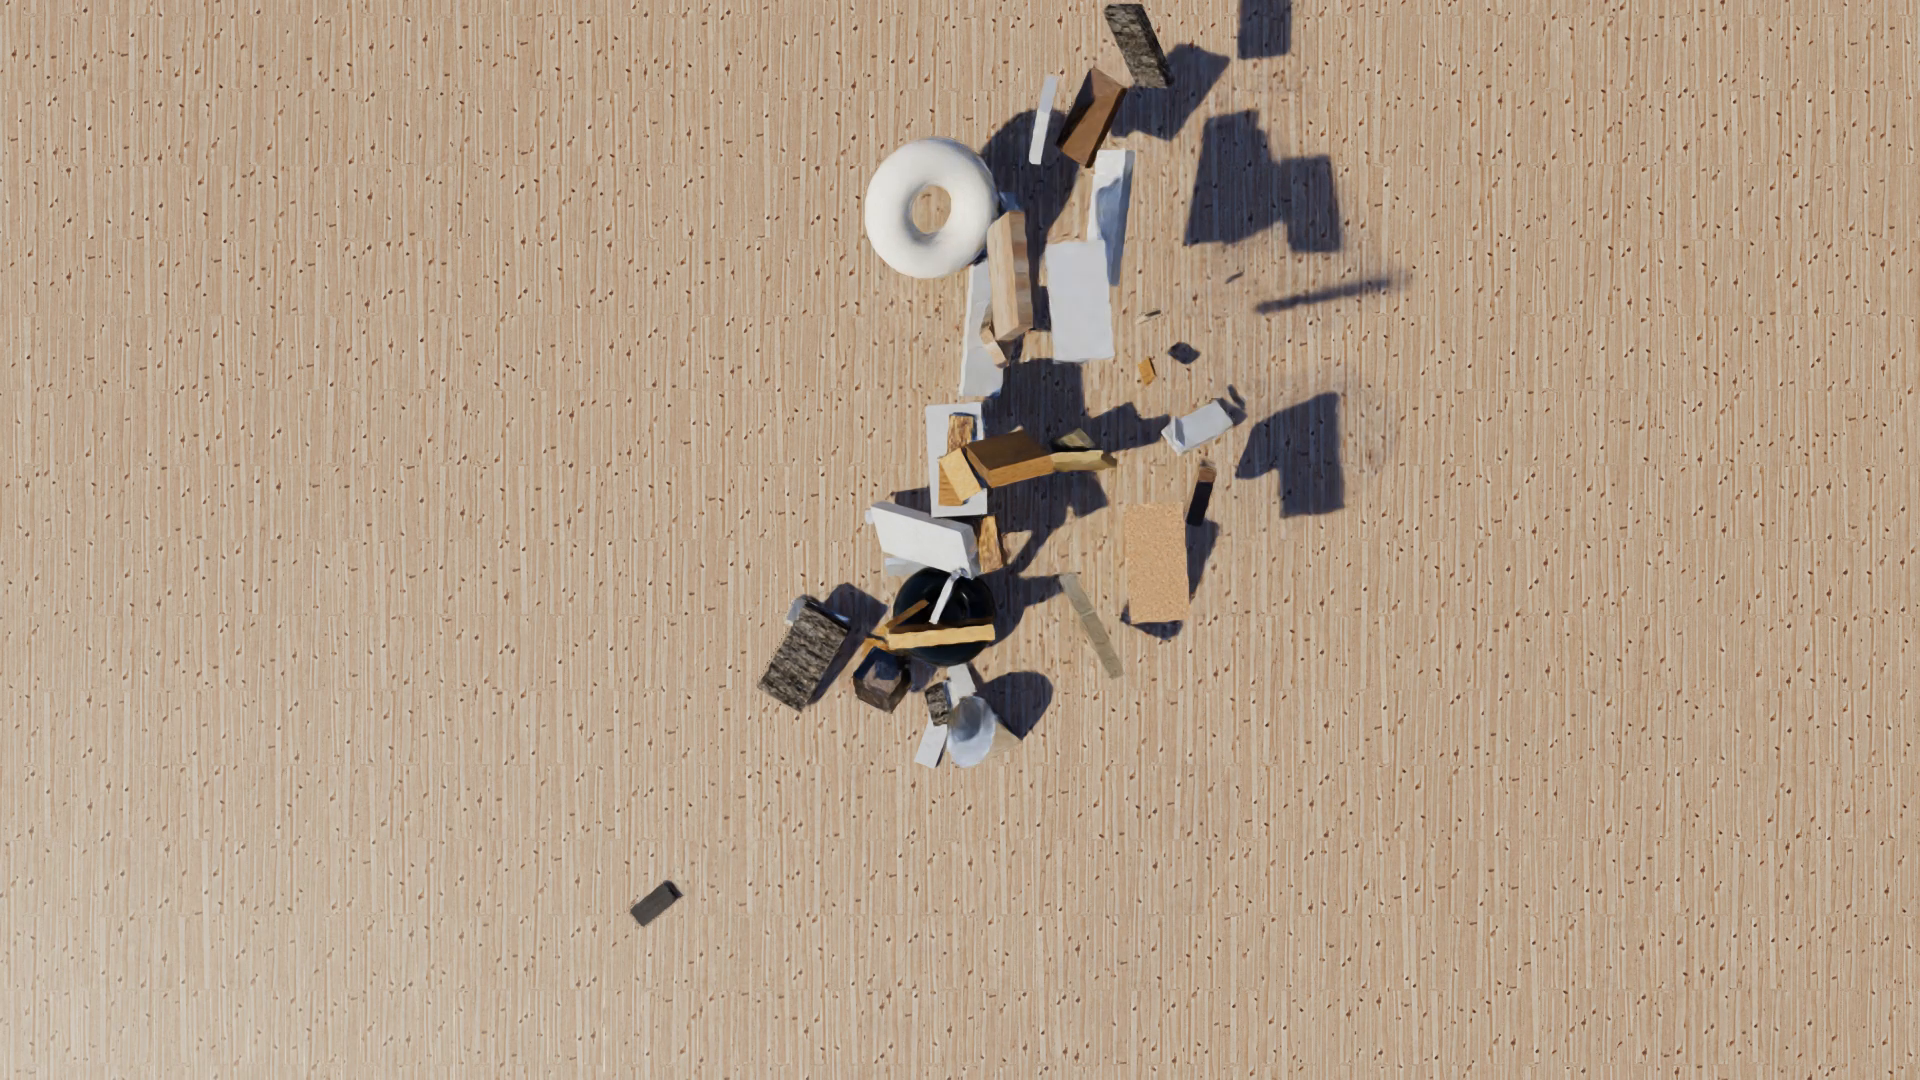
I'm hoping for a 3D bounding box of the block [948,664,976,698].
[{"bbox_3d":[0.002,0.456,5.476,0.063,0.018,0.126,-20,80,-8],"label":"block"}]

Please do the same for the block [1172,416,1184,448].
[{"bbox_3d":[0.691,-0.344,5.228,0.013,0.046,0.092,-26,48,36],"label":"block"}]

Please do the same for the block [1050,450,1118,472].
[{"bbox_3d":[0.389,-0.254,5.306,0.212,0.106,0.030,-2,75,33],"label":"block"}]

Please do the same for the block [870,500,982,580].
[{"bbox_3d":[-0.111,-0.004,5.288,0.047,0.450,0.167,-31,120,-33],"label":"block"}]

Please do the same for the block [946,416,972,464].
[{"bbox_3d":[-0.002,-0.309,5.092,0.074,0.021,0.148,3,90,0],"label":"block"}]

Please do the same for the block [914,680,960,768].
[{"bbox_3d":[-0.070,0.612,5.490,0.073,0.021,0.290,20,90,0],"label":"block"}]

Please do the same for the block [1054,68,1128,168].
[{"bbox_3d":[0.405,-1.308,5.115,0.134,0.038,0.267,40,120,27],"label":"block"}]

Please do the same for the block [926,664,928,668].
[{"bbox_3d":[-0.076,0.363,5.491,0.126,0.018,0.063,-35,90,0],"label":"block"}]

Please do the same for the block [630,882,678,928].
[{"bbox_3d":[-1.020,1.214,5.490,0.146,0.021,0.073,-39,90,0],"label":"block"}]

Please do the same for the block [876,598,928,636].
[{"bbox_3d":[-0.181,0.243,5.173,0.166,0.083,0.023,-33,89,-29],"label":"block"}]

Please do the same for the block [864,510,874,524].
[{"bbox_3d":[-0.269,-0.080,5.494,0.091,0.013,0.045,-6,90,0],"label":"block"}]

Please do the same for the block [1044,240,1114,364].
[{"bbox_3d":[0.327,-0.652,4.519,0.161,0.046,0.322,-4,87,-4],"label":"block"}]

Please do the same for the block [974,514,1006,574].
[{"bbox_3d":[0.094,0.013,5.126,0.083,0.023,0.166,-21,69,37],"label":"block"}]

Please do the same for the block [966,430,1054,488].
[{"bbox_3d":[0.124,-0.211,4.232,0.161,0.322,0.046,-15,107,-6],"label":"block"}]

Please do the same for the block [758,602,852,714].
[{"bbox_3d":[-0.512,0.386,5.418,0.167,0.047,0.335,31,106,-1],"label":"block"}]

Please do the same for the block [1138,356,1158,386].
[{"bbox_3d":[0.607,-0.546,5.337,0.013,0.092,0.046,24,129,-35],"label":"block"}]

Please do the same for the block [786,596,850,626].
[{"bbox_3d":[-0.471,0.269,5.461,0.192,0.027,0.096,22,55,0],"label":"block"}]

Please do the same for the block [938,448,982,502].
[{"bbox_3d":[0.001,-0.200,5.055,0.074,0.021,0.148,-28,98,4],"label":"block"}]

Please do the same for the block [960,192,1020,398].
[{"bbox_3d":[0.095,-0.799,5.387,0.135,0.038,0.664,1,101,-21],"label":"block"}]

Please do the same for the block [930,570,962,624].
[{"bbox_3d":[-0.044,0.177,5.161,0.023,0.083,0.166,27,119,8],"label":"block"}]

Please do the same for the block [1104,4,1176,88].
[{"bbox_3d":[0.536,-1.477,4.937,0.038,0.134,0.267,-47,129,-18],"label":"block"}]

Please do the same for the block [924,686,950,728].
[{"bbox_3d":[-0.072,0.551,5.470,0.063,0.018,0.126,-16,90,0],"label":"block"}]

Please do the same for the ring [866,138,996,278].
[{"bbox_3d":[-0.088,-1.035,5.156,0.443,0.148,0.443,-11,117,-21],"label":"ring"}]

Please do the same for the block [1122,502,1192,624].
[{"bbox_3d":[0.573,0.065,4.810,0.172,0.049,0.345,-4,90,2],"label":"block"}]

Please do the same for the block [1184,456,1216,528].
[{"bbox_3d":[0.742,-0.152,5.091,0.049,0.345,0.172,15,100,5],"label":"block"}]

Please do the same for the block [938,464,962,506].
[{"bbox_3d":[-0.028,-0.181,5.080,0.074,0.021,0.148,1,99,0],"label":"block"}]

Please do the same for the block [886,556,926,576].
[{"bbox_3d":[-0.148,0.081,5.451,0.192,0.096,0.027,-5,66,0],"label":"block"}]

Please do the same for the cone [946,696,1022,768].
[{"bbox_3d":[0.121,0.645,5.426,0.235,0.235,0.235,16,90,-39],"label":"cone"}]

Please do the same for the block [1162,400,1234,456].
[{"bbox_3d":[0.785,-0.368,5.442,0.211,0.030,0.106,-28,66,-12],"label":"block"}]

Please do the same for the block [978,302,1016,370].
[{"bbox_3d":[0.122,-0.658,5.270,0.038,0.269,0.135,-22,113,19],"label":"block"}]

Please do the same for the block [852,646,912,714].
[{"bbox_3d":[-0.253,0.458,5.389,0.133,0.133,0.133,22,56,22],"label":"block"}]

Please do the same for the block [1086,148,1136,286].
[{"bbox_3d":[0.449,-0.976,5.006,0.038,0.134,0.406,3,97,-36],"label":"block"}]

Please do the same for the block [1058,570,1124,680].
[{"bbox_3d":[0.413,0.272,5.160,0.049,0.397,0.172,-29,52,0],"label":"block"}]

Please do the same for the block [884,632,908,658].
[{"bbox_3d":[-0.148,0.316,5.468,0.192,0.027,0.096,-21,83,-2],"label":"block"}]

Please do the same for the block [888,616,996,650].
[{"bbox_3d":[-0.058,0.296,5.256,0.335,0.167,0.047,-6,96,1],"label":"block"}]

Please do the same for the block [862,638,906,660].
[{"bbox_3d":[-0.250,0.375,5.490,0.146,0.021,0.073,14,90,0],"label":"block"}]

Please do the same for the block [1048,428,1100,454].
[{"bbox_3d":[0.372,-0.304,5.386,0.106,0.211,0.030,45,71,-11],"label":"block"}]

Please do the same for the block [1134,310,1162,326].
[{"bbox_3d":[0.581,-0.689,5.108,0.046,0.092,0.013,-32,86,40],"label":"block"}]

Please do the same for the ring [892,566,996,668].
[{"bbox_3d":[-0.051,0.247,5.406,0.343,0.114,0.343,0,82,0],"label":"ring"}]

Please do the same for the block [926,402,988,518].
[{"bbox_3d":[-0.011,-0.248,5.127,0.173,0.049,0.346,-3,90,0],"label":"block"}]

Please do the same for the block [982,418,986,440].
[{"bbox_3d":[-0.005,-0.341,5.326,0.173,0.346,0.049,-1,85,0],"label":"block"}]

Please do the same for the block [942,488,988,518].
[{"bbox_3d":[0.000,-0.117,5.326,0.173,0.346,0.049,0,83,0],"label":"block"}]

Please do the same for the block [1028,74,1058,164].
[{"bbox_3d":[0.254,-1.285,5.053,0.038,0.269,0.135,13,68,1],"label":"block"}]

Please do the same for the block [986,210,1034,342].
[{"bbox_3d":[0.137,-0.727,4.555,0.046,0.161,0.322,-2,83,-22],"label":"block"}]
